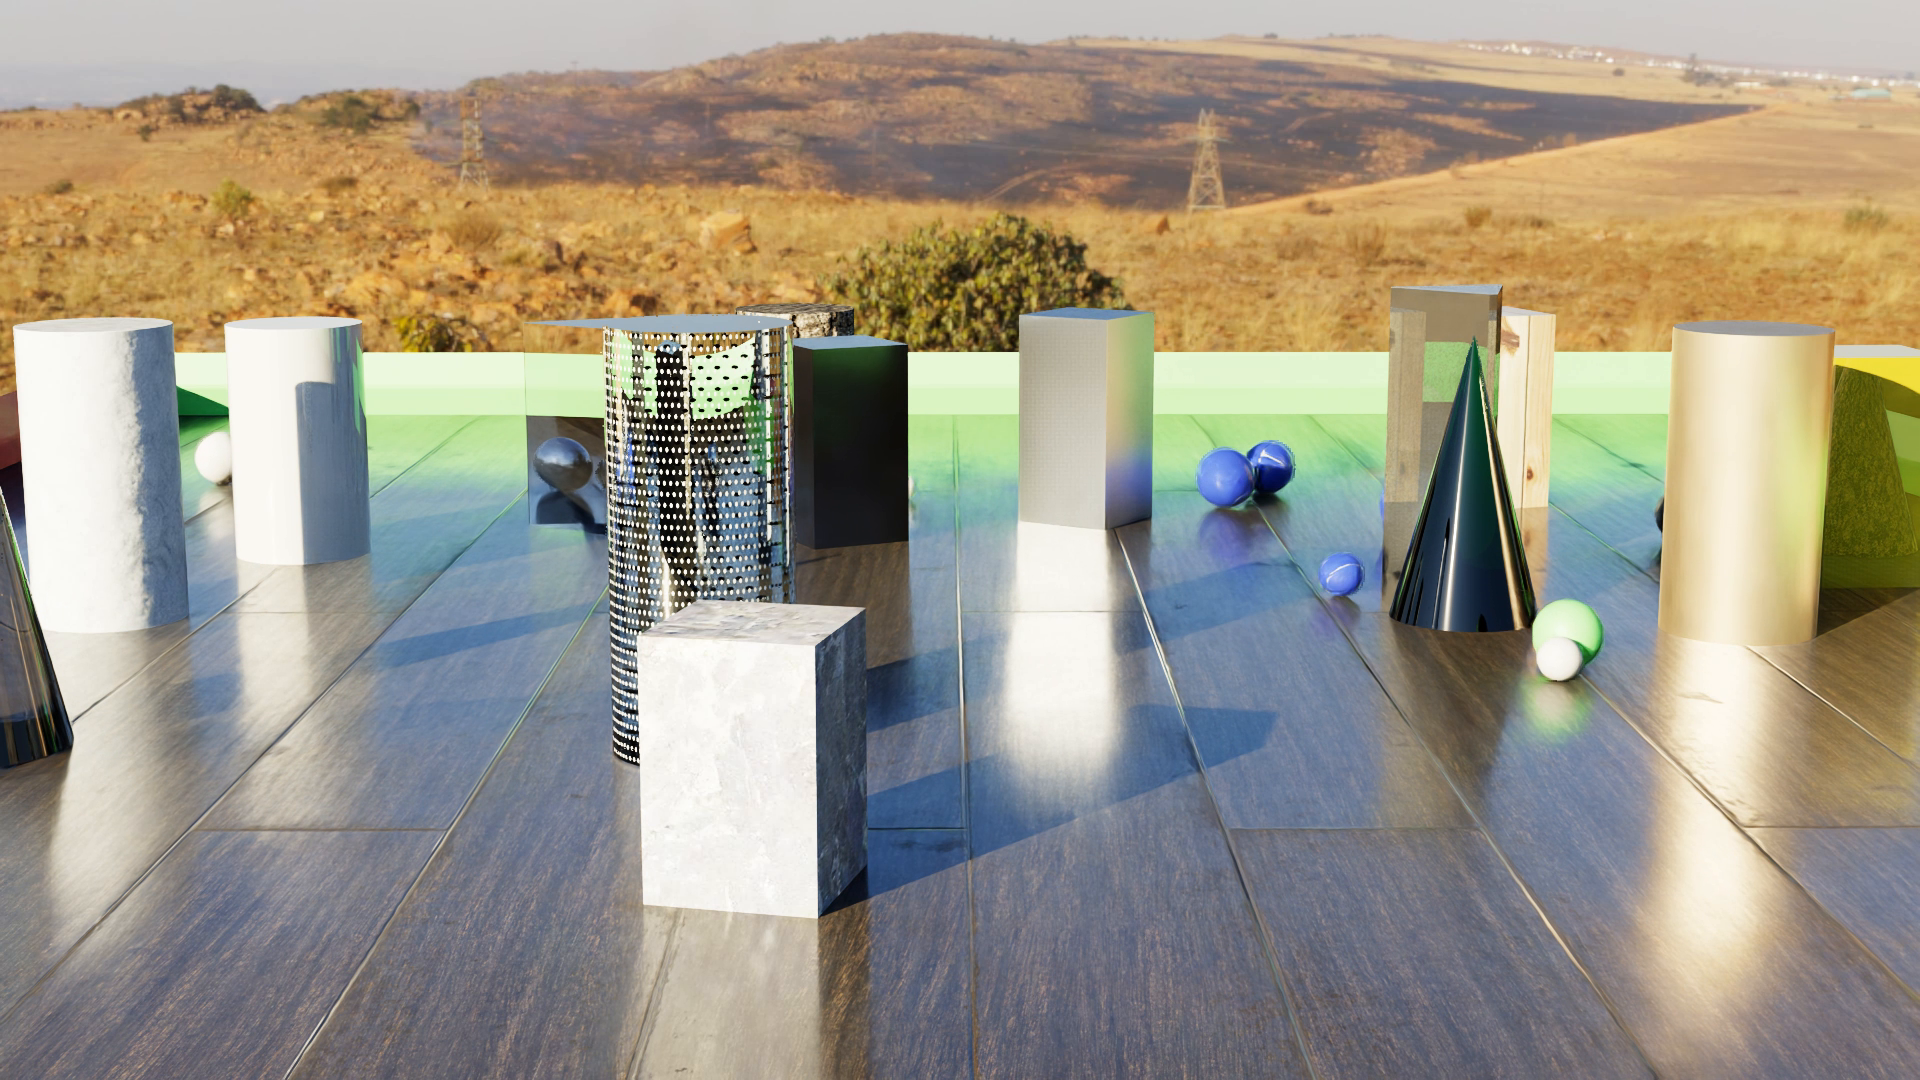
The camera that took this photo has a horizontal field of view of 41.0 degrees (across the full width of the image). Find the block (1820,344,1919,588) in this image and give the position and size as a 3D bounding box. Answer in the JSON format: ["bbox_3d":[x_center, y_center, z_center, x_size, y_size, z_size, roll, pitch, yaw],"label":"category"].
[{"bbox_3d":[1.291,-0.108,3.676,0.160,0.327,0.160,-1,10,-4],"label":"block"}]

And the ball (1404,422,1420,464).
[{"bbox_3d":[0.859,-0.178,4.727,0.084,0.084,0.084,0,10,0],"label":"ball"}]

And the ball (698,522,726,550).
[{"bbox_3d":[-0.377,-0.007,3.907,0.044,0.044,0.044,0,10,0],"label":"ball"}]

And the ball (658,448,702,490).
[{"bbox_3d":[-0.485,-0.123,4.454,0.074,0.074,0.074,0,10,0],"label":"ball"}]

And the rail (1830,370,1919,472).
[{"bbox_3d":[1.725,0.032,3.458,0.045,0.130,4.007,0,10,0],"label":"rail"}]

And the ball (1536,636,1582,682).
[{"bbox_3d":[0.719,0.142,3.075,0.054,0.054,0.054,0,10,0],"label":"ball"}]

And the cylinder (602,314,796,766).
[{"bbox_3d":[-0.275,-0.002,2.737,0.200,0.460,0.200,0,10,0],"label":"cylinder"}]

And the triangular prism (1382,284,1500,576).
[{"bbox_3d":[0.728,-0.156,3.693,0.173,0.415,0.150,10,15,44],"label":"triangular prism"}]

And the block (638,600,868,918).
[{"bbox_3d":[-0.182,0.191,2.293,0.160,0.242,0.160,3,11,13],"label":"block"}]

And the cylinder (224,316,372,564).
[{"bbox_3d":[-0.994,-0.153,3.861,0.200,0.348,0.200,0,10,0],"label":"cylinder"}]

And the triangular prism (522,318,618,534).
[{"bbox_3d":[-0.580,-0.188,4.114,0.173,0.325,0.150,7,12,33],"label":"triangular prism"}]

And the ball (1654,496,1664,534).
[{"bbox_3d":[1.119,-0.039,3.978,0.082,0.082,0.082,0,10,0],"label":"ball"}]

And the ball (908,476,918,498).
[{"bbox_3d":[-0.093,-0.091,4.374,0.041,0.041,0.041,0,10,0],"label":"ball"}]

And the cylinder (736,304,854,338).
[{"bbox_3d":[-0.278,-0.229,4.337,0.200,0.325,0.200,0,10,0],"label":"cylinder"}]

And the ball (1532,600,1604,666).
[{"bbox_3d":[0.742,0.115,3.135,0.086,0.086,0.086,0,10,0],"label":"ball"}]

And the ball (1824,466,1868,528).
[{"bbox_3d":[1.398,-0.069,4.097,0.098,0.098,0.098,0,10,0],"label":"ball"}]

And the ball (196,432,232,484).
[{"bbox_3d":[-1.301,-0.144,4.522,0.091,0.091,0.091,0,10,0],"label":"ball"}]

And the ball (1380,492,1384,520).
[{"bbox_3d":[0.706,-0.054,4.013,0.098,0.098,0.098,0,10,0],"label":"ball"}]

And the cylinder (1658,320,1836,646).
[{"bbox_3d":[1.018,-0.077,3.326,0.200,0.395,0.200,0,10,0],"label":"cylinder"}]

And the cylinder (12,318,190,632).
[{"bbox_3d":[-1.136,-0.090,3.400,0.200,0.392,0.200,0,10,0],"label":"cylinder"}]

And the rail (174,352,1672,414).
[{"bbox_3d":[-0.011,-0.326,5.395,3.498,0.130,0.045,0,10,0],"label":"rail"}]

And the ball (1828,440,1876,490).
[{"bbox_3d":[1.505,-0.119,4.360,0.100,0.100,0.100,0,10,0],"label":"ball"}]

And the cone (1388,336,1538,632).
[{"bbox_3d":[0.676,-0.085,3.406,0.200,0.379,0.200,0,10,0],"label":"cone"}]

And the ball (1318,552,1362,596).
[{"bbox_3d":[0.529,0.048,3.566,0.061,0.061,0.061,0,10,0],"label":"ball"}]

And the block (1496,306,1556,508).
[{"bbox_3d":[0.884,-0.224,4.318,0.160,0.321,0.160,-3,11,-18],"label":"block"}]

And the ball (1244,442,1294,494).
[{"bbox_3d":[0.531,-0.125,4.425,0.089,0.089,0.089,0,10,0],"label":"ball"}]

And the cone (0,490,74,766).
[{"bbox_3d":[-1.066,-0.014,2.739,0.200,0.482,0.200,0,10,0],"label":"cone"}]

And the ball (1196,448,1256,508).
[{"bbox_3d":[0.444,-0.103,4.278,0.098,0.098,0.098,0,10,0],"label":"ball"}]

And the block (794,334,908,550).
[{"bbox_3d":[-0.187,-0.155,3.990,0.160,0.306,0.160,-5,12,-27],"label":"block"}]

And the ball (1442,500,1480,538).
[{"bbox_3d":[0.782,-0.033,4.006,0.061,0.061,0.061,0,10,0],"label":"ball"}]

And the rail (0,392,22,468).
[{"bbox_3d":[-1.725,0.035,3.439,0.045,0.130,4.007,0,10,0],"label":"rail"}]

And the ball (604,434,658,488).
[{"bbox_3d":[-0.573,-0.137,4.475,0.094,0.094,0.094,0,10,0],"label":"ball"}]

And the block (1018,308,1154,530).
[{"bbox_3d":[0.205,-0.199,4.151,0.160,0.334,0.160,7,12,31],"label":"block"}]
